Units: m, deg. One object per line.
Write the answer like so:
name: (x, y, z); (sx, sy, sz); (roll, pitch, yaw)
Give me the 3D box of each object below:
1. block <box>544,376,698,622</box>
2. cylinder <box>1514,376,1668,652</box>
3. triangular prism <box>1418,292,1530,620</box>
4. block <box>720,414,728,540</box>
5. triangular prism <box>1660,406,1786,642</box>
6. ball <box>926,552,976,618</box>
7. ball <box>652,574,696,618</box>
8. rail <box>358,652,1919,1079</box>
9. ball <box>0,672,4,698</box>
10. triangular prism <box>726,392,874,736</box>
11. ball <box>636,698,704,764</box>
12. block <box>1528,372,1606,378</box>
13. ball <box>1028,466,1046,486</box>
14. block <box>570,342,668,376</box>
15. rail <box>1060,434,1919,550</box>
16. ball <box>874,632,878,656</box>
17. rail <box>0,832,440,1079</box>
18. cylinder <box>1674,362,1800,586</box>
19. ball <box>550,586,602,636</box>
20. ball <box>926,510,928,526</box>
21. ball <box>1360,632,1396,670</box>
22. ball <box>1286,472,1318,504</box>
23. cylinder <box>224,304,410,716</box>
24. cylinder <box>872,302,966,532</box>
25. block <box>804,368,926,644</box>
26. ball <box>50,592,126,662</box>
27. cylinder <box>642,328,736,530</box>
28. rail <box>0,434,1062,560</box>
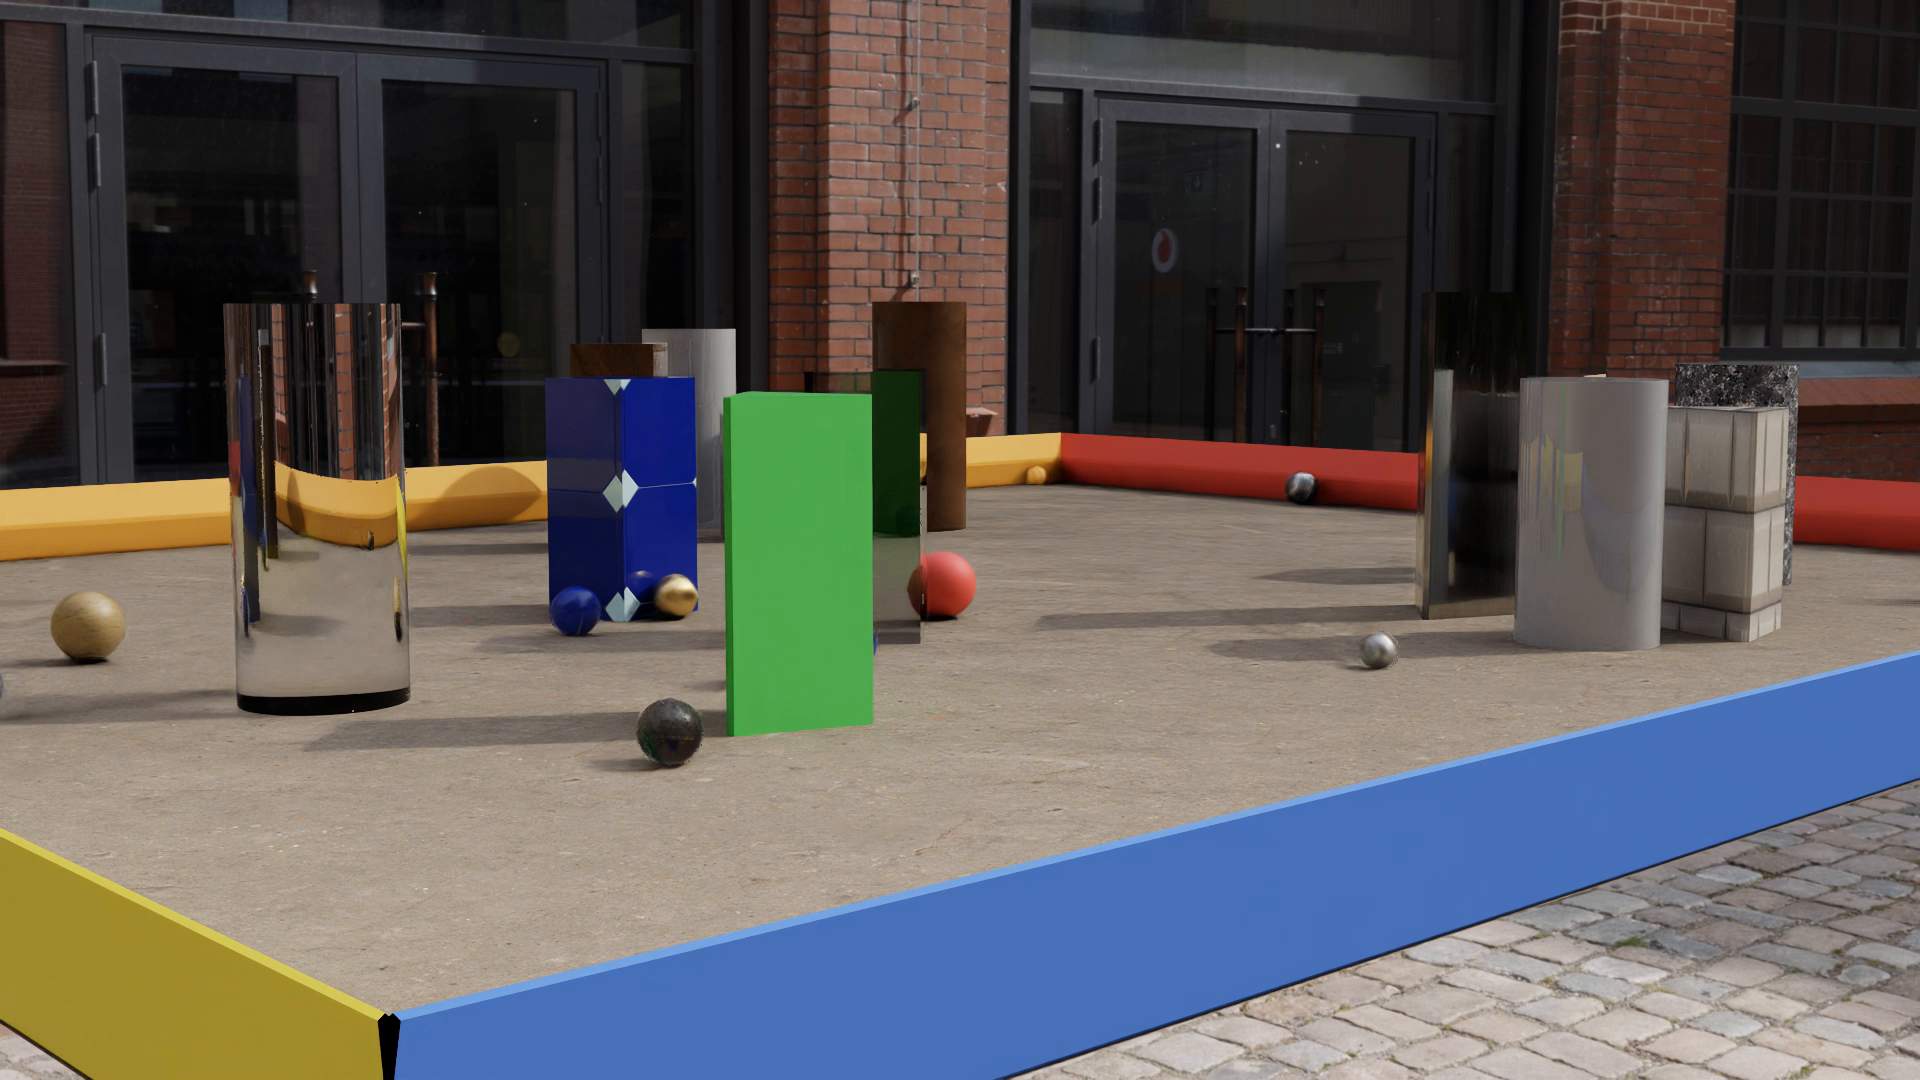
block: (-0.494, -0.065, 3.216); (0.152, 0.344, 0.152); (4, 7, 36)
cylinder: (0.841, -0.039, 2.937); (0.190, 0.350, 0.190); (0, 6, 0)
triangular prism: (0.716, -0.128, 3.224); (0.165, 0.467, 0.143); (-2, 6, -22)
block: (-0.379, -0.123, 4.264); (0.152, 0.239, 0.152); (-1, 6, -13)
triangular prism: (1.039, -0.028, 3.034); (0.143, 0.308, 0.165); (4, 7, 34)
ball: (-0.024, 0.065, 3.169); (0.095, 0.095, 0.095); (0, 6, 0)
ball: (-0.411, 0.081, 3.160); (0.065, 0.065, 0.065); (0, 6, 0)
rail: (1.033, 0.150, 2.219); (3.561, 0.124, 0.045); (-6, 8, -42)
ball: (-1.074, 0.157, 2.369); (0.080, 0.080, 0.080); (0, 6, 0)
triangular prism: (-0.199, 0.019, 2.375); (0.165, 0.353, 0.143); (-3, 7, -27)
ball: (-0.284, 0.187, 2.151); (0.065, 0.065, 0.065); (0, 6, 0)
block: (0.986, -0.112, 3.709); (0.152, 0.334, 0.152); (4, 7, 32)
ball: (0.193, -0.161, 5.537); (0.048, 0.048, 0.048); (0, 6, 0)
block: (-0.632, -0.176, 4.100); (0.152, 0.379, 0.152); (0, 6, 2)
rail: (1.291, -0.093, 4.517); (0.045, 0.124, 3.093); (-6, 8, -42)
ball: (-0.141, 0.125, 2.662); (0.081, 0.081, 0.081); (0, 6, 0)
rail: (-1.291, 0.157, 2.147); (0.045, 0.124, 3.093); (-6, 8, -42)
cylinder: (1.261, -0.110, 3.587); (0.190, 0.354, 0.190); (0, 6, 0)
ball: (-0.524, 0.096, 3.002); (0.068, 0.068, 0.068); (0, 6, 0)
ball: (-0.093, -0.043, 4.349); (0.062, 0.062, 0.062); (0, 6, 0)
ball: (0.517, 0.137, 2.720); (0.045, 0.045, 0.045); (0, 6, 0)
ball: (0.777, -0.118, 4.996); (0.075, 0.075, 0.075); (0, 6, 0)
cylinder: (-0.723, -0.041, 2.480); (0.190, 0.449, 0.190); (0, 6, 0)
cylinder: (-0.082, -0.253, 4.454); (0.190, 0.457, 0.190); (0, 6, 0)
block: (-0.126, -0.050, 2.985); (0.152, 0.361, 0.152); (0, 6, 2)
ball: (-1.102, 0.109, 2.780); (0.089, 0.089, 0.089); (0, 6, 0)
cylinder: (-0.554, -0.231, 4.513); (0.190, 0.402, 0.190); (0, 6, 0)
rail: (-1.033, -0.085, 4.445); (3.561, 0.124, 0.045); (-6, 8, -42)
